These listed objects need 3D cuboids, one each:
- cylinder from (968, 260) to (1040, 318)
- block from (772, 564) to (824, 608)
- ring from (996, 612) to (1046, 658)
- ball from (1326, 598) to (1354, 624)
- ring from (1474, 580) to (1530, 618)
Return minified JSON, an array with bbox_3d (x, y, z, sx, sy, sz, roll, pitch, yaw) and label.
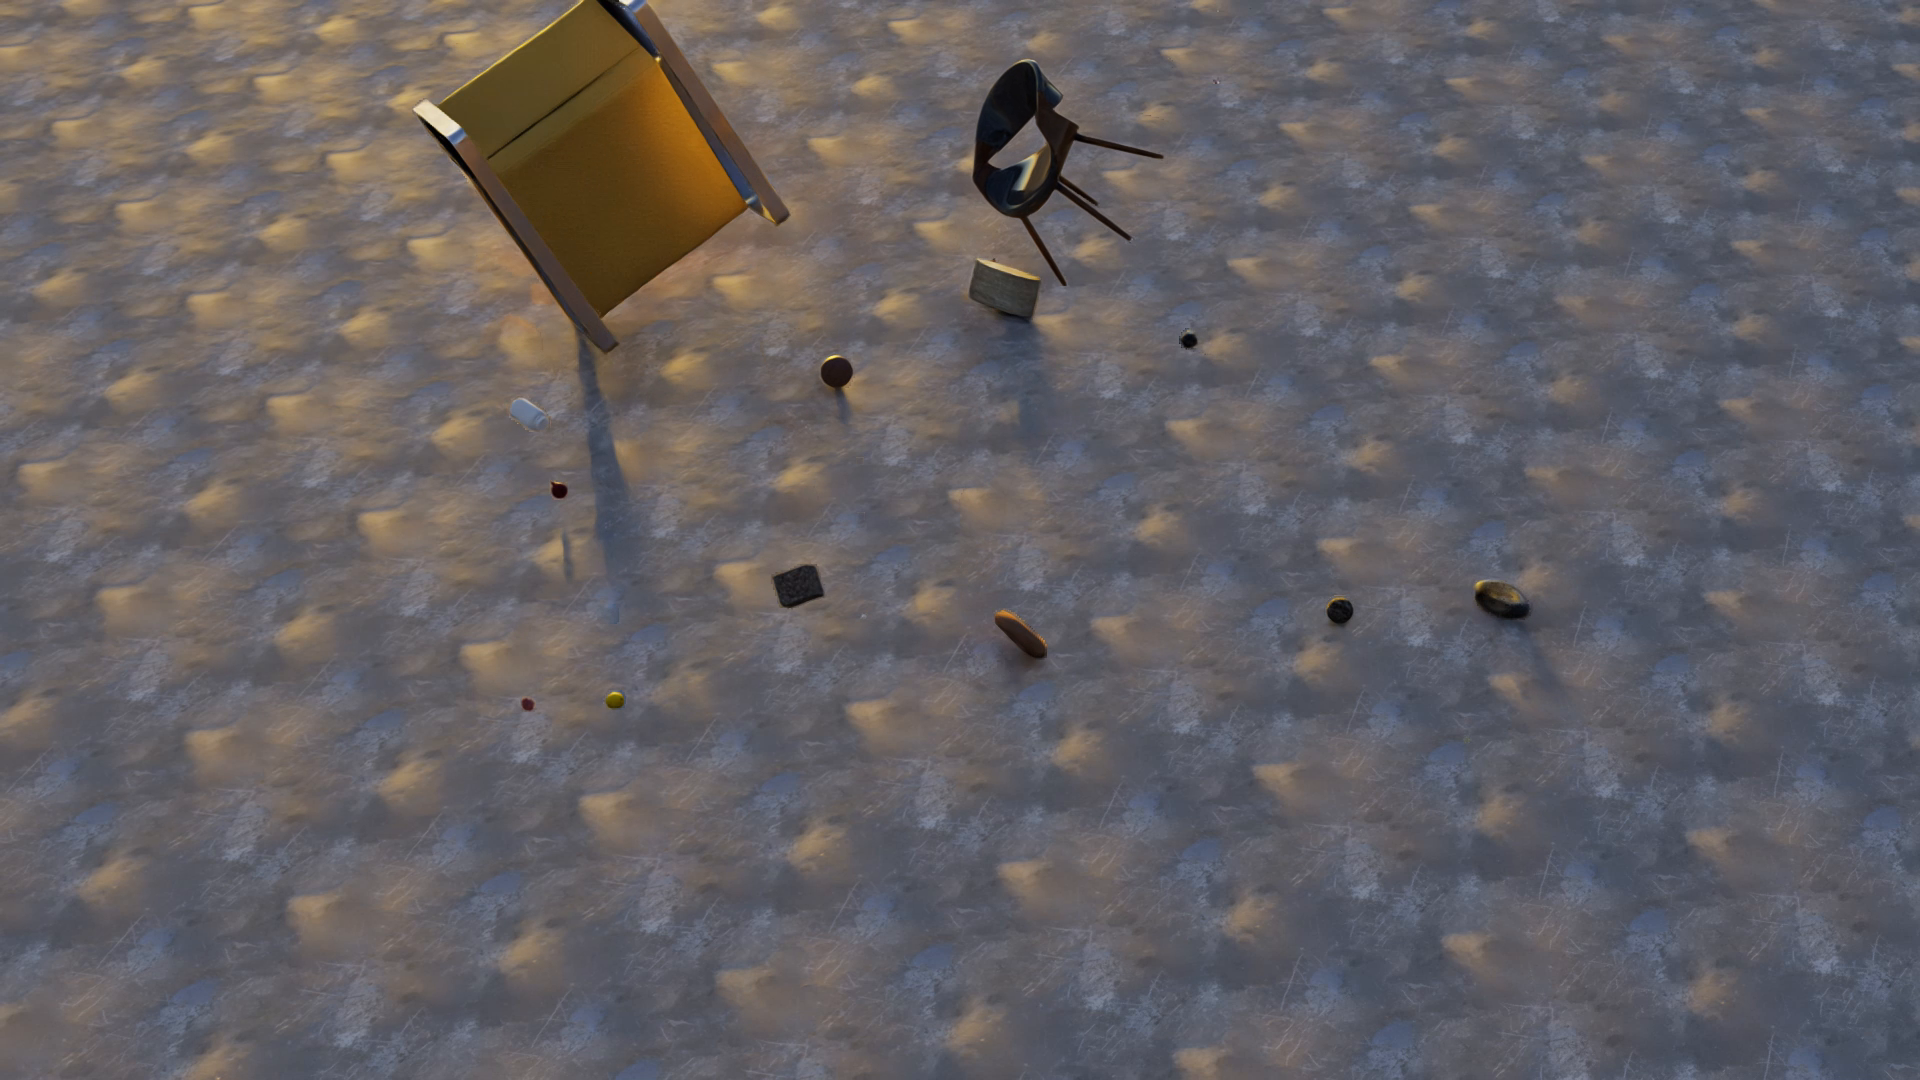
[{"bbox_3d":[0.186,-1.063,12.378,0.308,0.163,0.114,21,19,23],"label":"cylinder"},{"bbox_3d":[-0.568,0.162,10.321,0.132,0.109,0.099,-20,-8,14],"label":"block"},{"bbox_3d":[0.211,0.332,10.260,0.060,0.222,0.230,-48,15,-4],"label":"ring"},{"bbox_3d":[1.358,0.251,10.478,0.093,0.093,0.093,0,33,0],"label":"ball"},{"bbox_3d":[1.949,0.213,10.547,0.144,0.062,0.270,-22,32,-22],"label":"ring"}]
